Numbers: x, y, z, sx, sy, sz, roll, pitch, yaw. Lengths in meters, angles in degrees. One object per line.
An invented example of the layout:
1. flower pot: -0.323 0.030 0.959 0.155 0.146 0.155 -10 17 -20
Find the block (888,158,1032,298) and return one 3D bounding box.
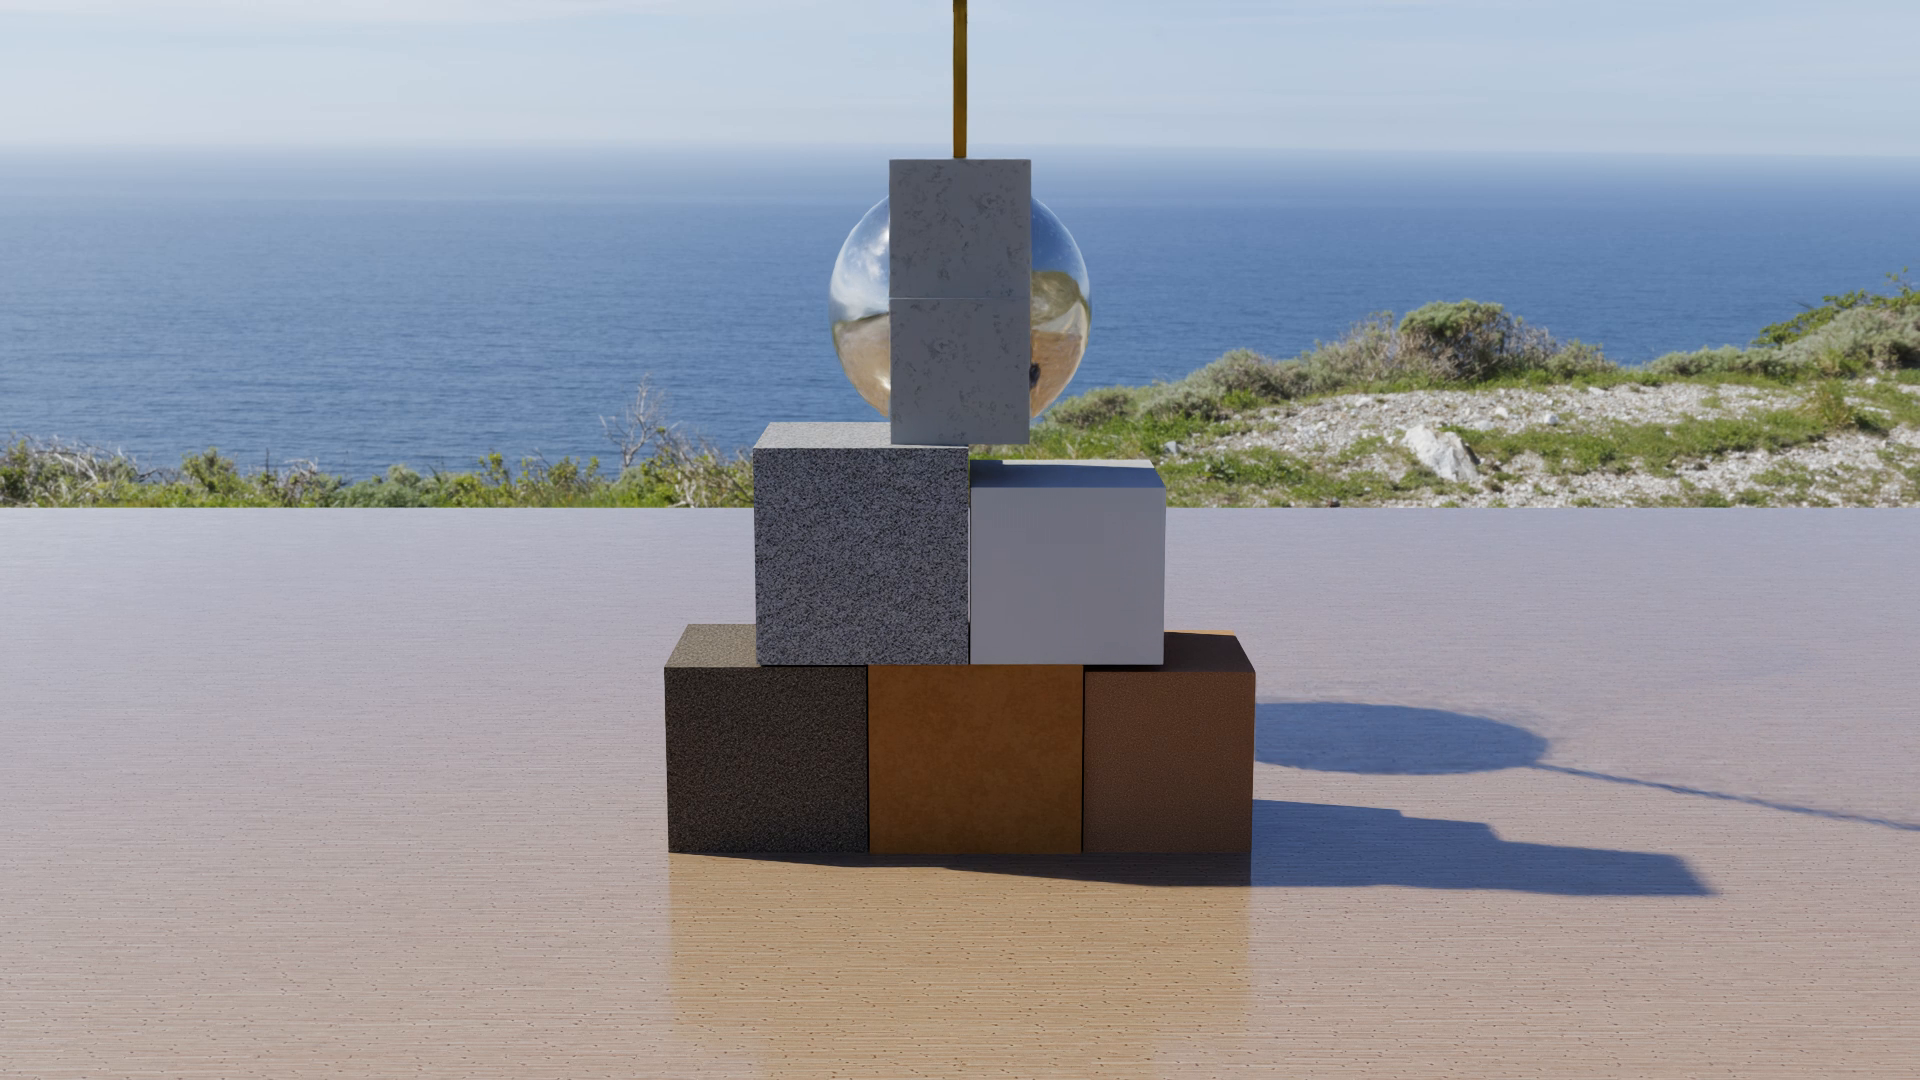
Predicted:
1. block: 0.000 -1.554 10.902 0.681 0.662 0.619 0 10 0

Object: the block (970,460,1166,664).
1. block: 0.524 0.094 11.180 0.946 0.878 0.948 0 10 0

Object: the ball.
1. ball: 0.000 -1.396 13.259 1.600 1.600 1.600 0 10 0

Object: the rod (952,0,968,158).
1. rod: 0.000 -4.254 11.418 0.080 5.200 0.080 0 33 0

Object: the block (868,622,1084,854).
1. block: 0.077 1.001 11.352 1.055 0.969 0.966 0 10 0

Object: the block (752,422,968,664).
1. block: -0.478 -0.004 11.175 1.039 1.072 0.993 0 10 0

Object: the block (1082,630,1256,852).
1. block: 1.035 1.021 11.363 0.841 0.926 0.938 0 10 0

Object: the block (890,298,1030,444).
1. block: 0.000 -0.876 11.002 0.677 0.707 0.696 0 10 0

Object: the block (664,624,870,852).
1. block: -0.958 1.005 11.380 0.995 0.951 0.984 0 10 0
